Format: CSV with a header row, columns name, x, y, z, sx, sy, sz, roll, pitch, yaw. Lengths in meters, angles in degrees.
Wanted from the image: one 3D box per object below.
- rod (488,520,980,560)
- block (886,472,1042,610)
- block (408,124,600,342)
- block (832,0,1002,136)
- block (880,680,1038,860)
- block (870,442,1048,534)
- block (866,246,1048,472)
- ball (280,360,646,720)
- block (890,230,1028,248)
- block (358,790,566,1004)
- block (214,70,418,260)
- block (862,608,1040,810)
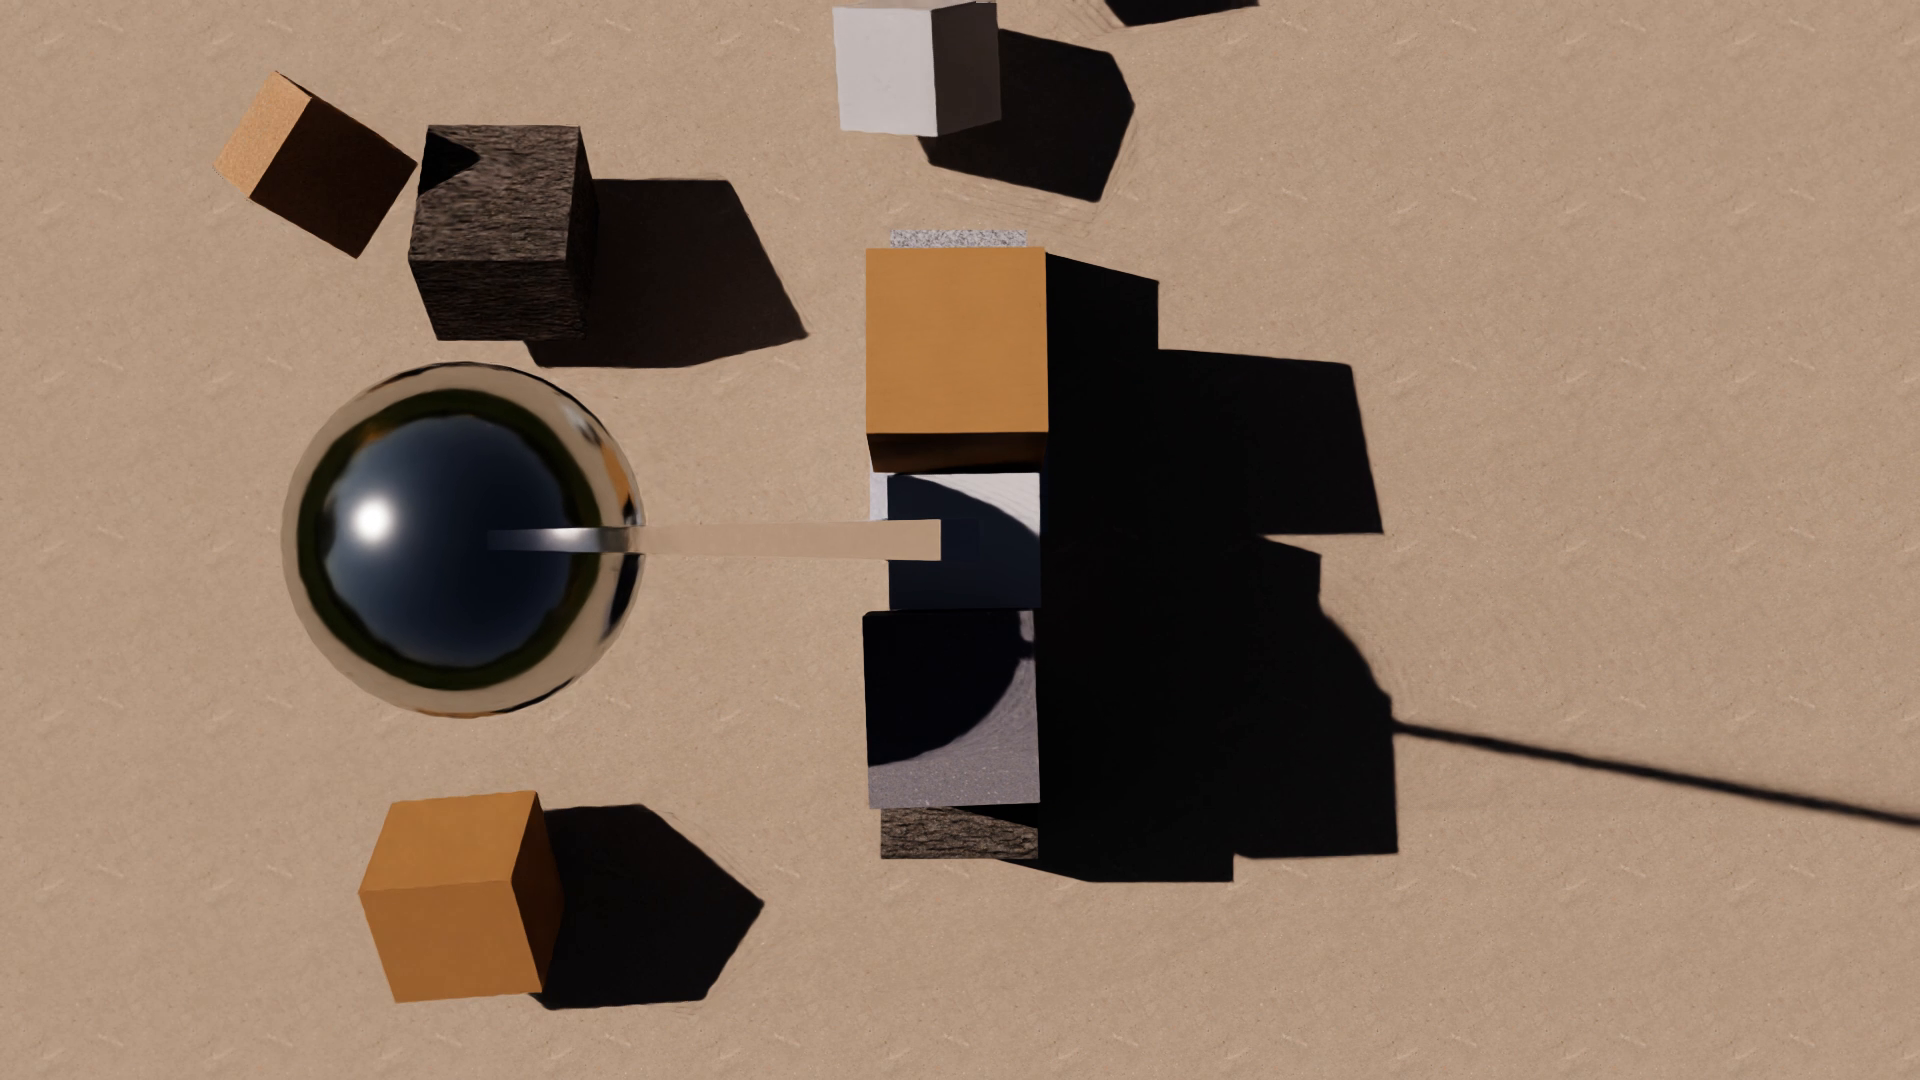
name,x,y,z,sx,sy,sz,roll,pitch,yaw
rod,-0.956,0.000,6.669,0.080,5.200,0.080,0,90,-22
block,0.022,-0.002,11.812,0.793,0.713,0.702,-1,92,0
block,-2.557,-1.730,12.437,0.850,0.782,0.922,0,62,0
block,-0.239,-2.696,12.458,0.691,0.613,0.685,11,114,35
block,-0.005,1.246,12.460,0.851,1.081,0.965,0,90,0
block,-0.004,-0.499,12.584,0.988,0.833,0.918,0,90,0
block,-0.017,-0.939,11.687,0.924,0.935,0.978,-1,80,0
ball,-2.205,0.000,9.831,1.600,1.600,1.600,0,90,0
block,-0.007,-1.350,12.639,0.762,0.721,0.764,0,90,0
block,-2.788,2.011,12.425,0.844,0.781,0.816,-5,121,4
block,-3.516,-2.048,12.000,0.700,0.617,0.622,31,94,-43
block,-0.045,0.851,11.470,0.857,0.897,0.964,-2,90,0
